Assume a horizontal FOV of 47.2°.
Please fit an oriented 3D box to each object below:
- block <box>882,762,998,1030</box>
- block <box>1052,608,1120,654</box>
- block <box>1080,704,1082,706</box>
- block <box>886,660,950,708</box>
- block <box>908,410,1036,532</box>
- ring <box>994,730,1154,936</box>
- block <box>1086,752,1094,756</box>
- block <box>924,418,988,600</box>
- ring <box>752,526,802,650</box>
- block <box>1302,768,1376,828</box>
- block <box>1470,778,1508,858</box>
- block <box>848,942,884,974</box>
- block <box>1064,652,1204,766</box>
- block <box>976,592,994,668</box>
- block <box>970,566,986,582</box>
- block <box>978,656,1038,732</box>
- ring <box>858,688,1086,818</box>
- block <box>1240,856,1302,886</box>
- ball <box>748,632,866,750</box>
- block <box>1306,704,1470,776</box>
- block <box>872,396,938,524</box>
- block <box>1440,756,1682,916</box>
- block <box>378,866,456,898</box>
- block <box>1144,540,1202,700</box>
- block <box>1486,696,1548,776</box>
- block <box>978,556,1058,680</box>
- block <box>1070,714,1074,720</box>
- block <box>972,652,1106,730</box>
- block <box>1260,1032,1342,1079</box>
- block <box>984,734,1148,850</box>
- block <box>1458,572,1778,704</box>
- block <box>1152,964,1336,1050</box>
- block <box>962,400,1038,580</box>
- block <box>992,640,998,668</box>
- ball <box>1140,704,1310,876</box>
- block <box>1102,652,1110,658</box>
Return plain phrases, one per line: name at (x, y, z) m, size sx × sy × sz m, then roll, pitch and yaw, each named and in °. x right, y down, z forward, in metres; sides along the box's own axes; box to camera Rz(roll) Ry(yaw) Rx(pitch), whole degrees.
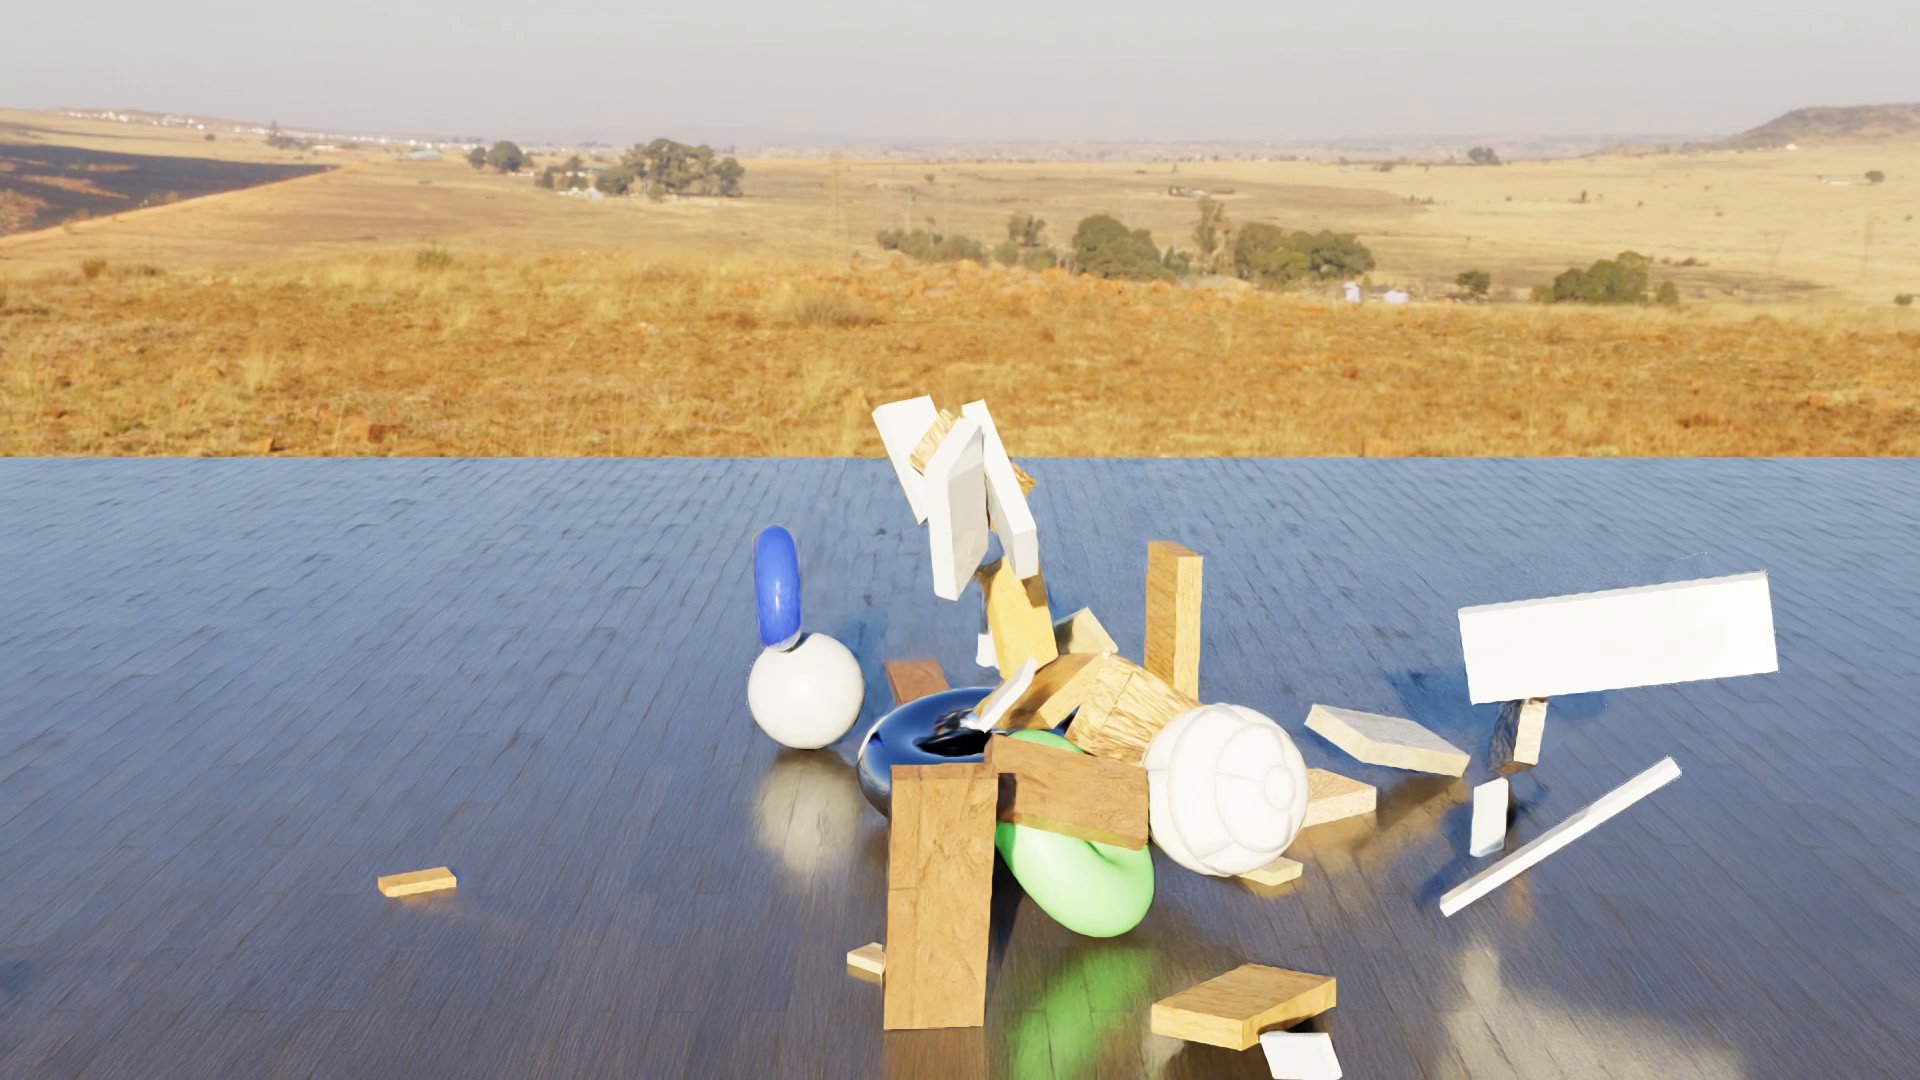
block at (-0.030, 0.497, 3.041) m, size 0.141 × 0.416 × 0.040 m, roll -1°, pitch 27°, yaw -7°
block at (0.224, 0.223, 4.604) m, size 0.032 × 0.112 × 0.223 m, roll -44°, pitch 10°, yaw -38°
block at (0.235, 0.300, 4.254) m, size 0.153 × 0.043 × 0.367 m, roll 12°, pitch -3°, yaw 2°
block at (-0.056, 0.368, 4.514) m, size 0.112 × 0.032 × 0.523 m, roll -2°, pitch 21°, yaw -11°
block at (0.018, -0.113, 3.569) m, size 0.210 × 0.105 × 0.030 m, roll 40°, pitch 8°, yaw 32°
ring at (0.173, 0.465, 3.501) m, size 0.121 × 0.363 × 0.363 m, roll -37°, pitch -3°, yaw 21°
block at (0.396, 0.442, 4.175) m, size 0.316 × 0.045 × 0.158 m, roll 4°, pitch 14°, yaw -28°
block at (-0.003, -0.046, 3.369) m, size 0.036 × 0.257 × 0.128 m, roll 14°, pitch 45°, yaw 19°
ring at (-0.366, 0.096, 4.410) m, size 0.085 × 0.255 × 0.255 m, roll -4°, pitch 11°, yaw -7°
block at (0.603, 0.489, 4.091) m, size 0.316 × 0.045 × 0.158 m, roll -7°, pitch 13°, yaw -34°
block at (0.877, 0.460, 3.640) m, size 0.061 × 0.122 × 0.017 m, roll -14°, pitch 24°, yaw -32°
block at (-0.109, 0.642, 3.344) m, size 0.117 × 0.017 × 0.059 m, roll 9°, pitch 14°, yaw 41°
block at (0.331, 0.325, 3.682) m, size 0.323 × 0.162 × 0.046 m, roll 31°, pitch -3°, yaw -37°
block at (0.075, 0.147, 4.020) m, size 0.081 × 0.161 × 0.023 m, roll -11°, pitch 24°, yaw -37°
block at (0.071, 0.059, 3.915) m, size 0.081 × 0.023 × 0.161 m, roll -5°, pitch 3°, yaw -20°
block at (0.073, 0.239, 3.396) m, size 0.017 × 0.122 × 0.061 m, roll 36°, pitch 31°, yaw -7°
ring at (0.021, 0.405, 4.072) m, size 0.428 × 0.143 × 0.428 m, roll -6°, pitch 21°, yaw 2°
block at (0.502, 0.557, 3.787) m, size 0.078 × 0.022 × 0.157 m, roll -10°, pitch 14°, yaw -42°
ball at (-0.314, 0.309, 4.517) m, size 0.242 × 0.242 × 0.242 m, roll 0°, pitch 11°, yaw 0°
block at (0.835, 0.391, 4.283) m, size 0.316 × 0.045 × 0.158 m, roll 12°, pitch 15°, yaw -41°
block at (-0.060, -0.136, 3.713) m, size 0.105 × 0.210 × 0.030 m, roll -14°, pitch -16°, yaw -34°
block at (0.876, 0.435, 3.223) m, size 0.396 × 0.017 × 0.061 m, roll -34°, pitch -4°, yaw 11°
block at (-0.914, 0.576, 3.701) m, size 0.117 × 0.017 × 0.059 m, roll -6°, pitch 12°, yaw -29°
block at (0.385, 0.174, 3.988) m, size 0.046 × 0.323 × 0.162 m, roll -2°, pitch 11°, yaw -14°
block at (1.066, 0.361, 4.203) m, size 0.043 × 0.153 × 0.306 m, roll 11°, pitch -9°, yaw 6°
block at (0.103, 0.130, 3.824) m, size 0.105 × 0.229 × 0.030 m, roll -28°, pitch 36°, yaw -23°
block at (0.234, 0.378, 4.426) m, size 0.263 × 0.037 × 0.131 m, roll 19°, pitch 1°, yaw 1°
block at (0.145, 0.268, 3.907) m, size 0.153 × 0.043 × 0.306 m, roll -41°, pitch 11°, yaw -19°
block at (0.440, 0.667, 2.841) m, size 0.017 × 0.058 × 0.117 m, roll -20°, pitch 1°, yaw -34°
block at (0.163, 0.387, 3.367) m, size 0.256 × 0.036 × 0.128 m, roll 14°, pitch 51°, yaw -15°
block at (1.120, 0.169, 3.760) m, size 0.505 × 0.162 × 0.046 m, roll -8°, pitch 12°, yaw 16°
block at (0.404, 0.655, 3.100) m, size 0.141 × 0.040 × 0.283 m, roll 3°, pitch 4°, yaw 36°
block at (0.062, -0.078, 3.419) m, size 0.036 × 0.128 × 0.257 m, roll -16°, pitch 57°, yaw -7°
block at (0.101, 0.149, 3.910) m, size 0.081 × 0.161 × 0.023 m, roll -12°, pitch 36°, yaw -19°
ball at (0.424, 0.403, 3.555) m, size 0.278 × 0.278 × 0.278 m, roll 0°, pitch 11°, yaw 0°
block at (0.211, 0.291, 4.486) m, size 0.223 × 0.112 × 0.032 m, roll -7°, pitch 41°, yaw 12°
